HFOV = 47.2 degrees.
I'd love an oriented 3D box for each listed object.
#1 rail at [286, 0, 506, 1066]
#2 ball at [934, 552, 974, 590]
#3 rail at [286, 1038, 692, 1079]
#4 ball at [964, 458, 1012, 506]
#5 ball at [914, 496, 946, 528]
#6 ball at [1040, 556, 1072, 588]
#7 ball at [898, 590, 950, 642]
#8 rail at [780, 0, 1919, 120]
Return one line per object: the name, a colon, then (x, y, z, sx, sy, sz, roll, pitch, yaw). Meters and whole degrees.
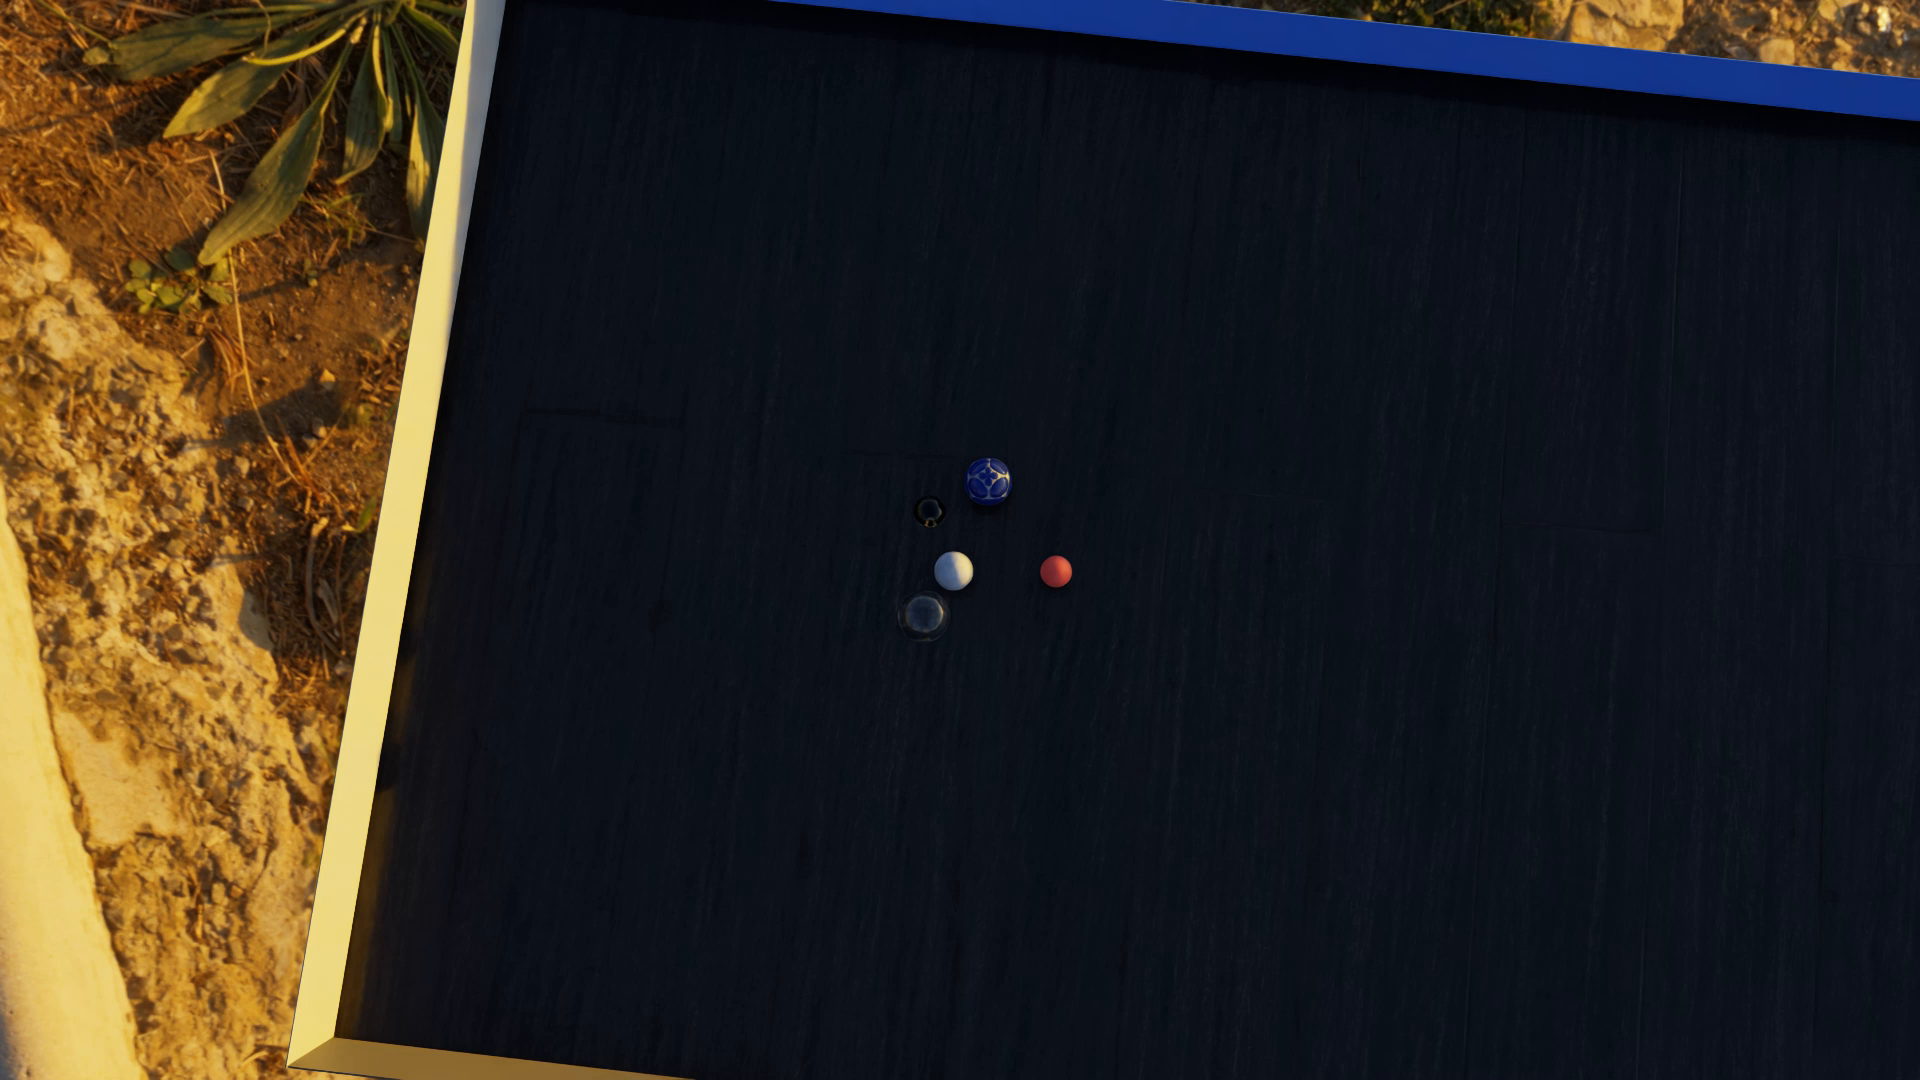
rail: (-0.825, -0.095, 3.305, 0.045, 0.102, 1.742, 6, 78, 1)
ball: (-0.009, 0.046, 3.298, 0.060, 0.060, 0.060, 0, 78, 0)
rail: (0.753, 0.914, 3.096, 3.414, 0.102, 0.045, 6, 78, 1)
ball: (0.042, -0.088, 3.319, 0.074, 0.074, 0.074, 0, 78, 0)
ball: (-0.045, -0.043, 3.322, 0.049, 0.049, 0.049, 0, 78, 0)
ball: (0.144, 0.047, 3.304, 0.048, 0.048, 0.048, 0, 78, 0)
ball: (-0.053, 0.113, 3.274, 0.079, 0.079, 0.079, 0, 78, 0)
rail: (0.943, -0.735, 3.437, 3.414, 0.102, 0.045, 6, 78, 1)
